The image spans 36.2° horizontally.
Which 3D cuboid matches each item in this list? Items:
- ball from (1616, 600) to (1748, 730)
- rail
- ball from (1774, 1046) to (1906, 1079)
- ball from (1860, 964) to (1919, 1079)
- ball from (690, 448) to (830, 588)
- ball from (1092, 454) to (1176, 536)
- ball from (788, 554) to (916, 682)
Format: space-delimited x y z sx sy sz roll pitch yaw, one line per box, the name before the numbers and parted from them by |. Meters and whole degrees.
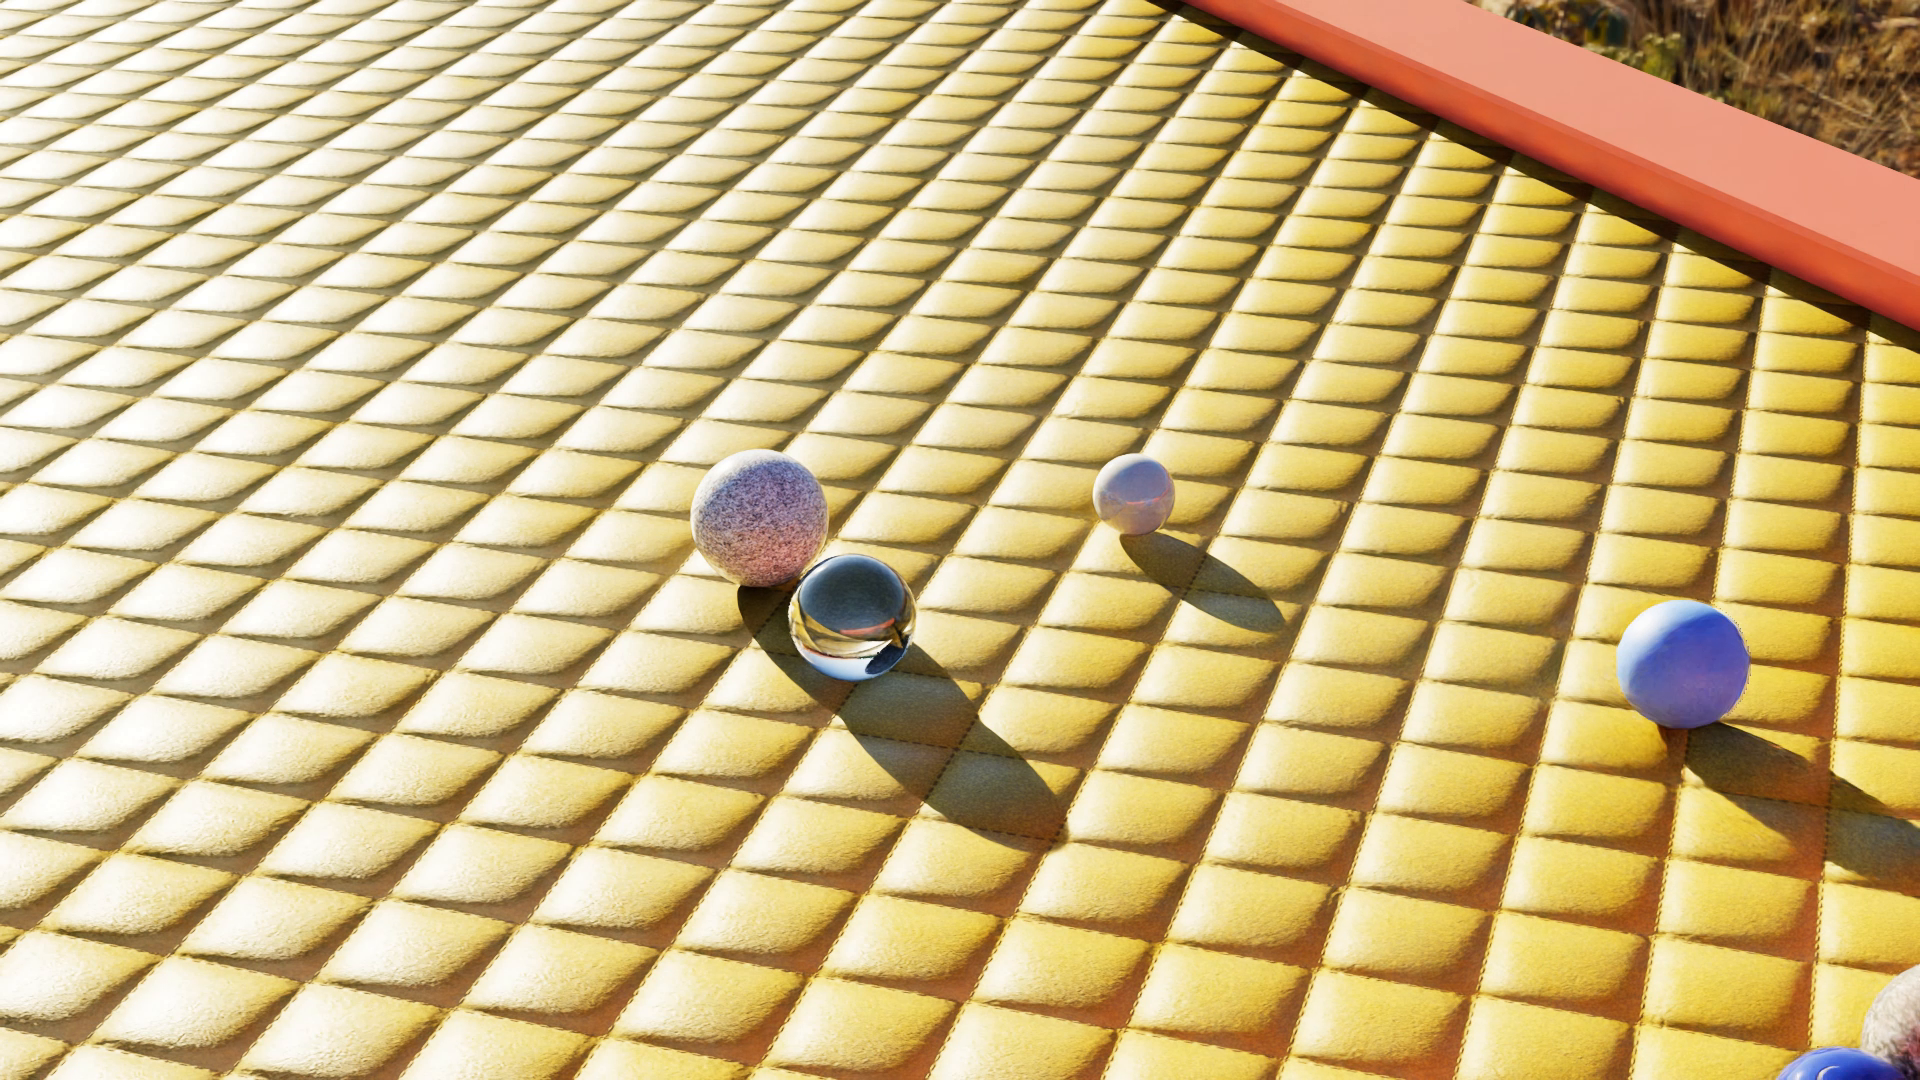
ball | 0.461 0.079 1.877 0.083 0.083 0.083 0 26 0
rail | 0.417 -0.544 3.123 0.045 0.126 3.488 -13 28 -25
ball | 0.434 0.288 1.447 0.077 0.077 0.077 0 26 0
ball | 0.504 0.259 1.487 0.095 0.095 0.095 0 26 0
ball | -0.140 -0.015 2.057 0.097 0.097 0.097 0 26 0
ball | 0.126 -0.033 2.136 0.060 0.060 0.060 0 26 0
ball | -0.071 0.051 1.933 0.085 0.085 0.085 0 26 0
